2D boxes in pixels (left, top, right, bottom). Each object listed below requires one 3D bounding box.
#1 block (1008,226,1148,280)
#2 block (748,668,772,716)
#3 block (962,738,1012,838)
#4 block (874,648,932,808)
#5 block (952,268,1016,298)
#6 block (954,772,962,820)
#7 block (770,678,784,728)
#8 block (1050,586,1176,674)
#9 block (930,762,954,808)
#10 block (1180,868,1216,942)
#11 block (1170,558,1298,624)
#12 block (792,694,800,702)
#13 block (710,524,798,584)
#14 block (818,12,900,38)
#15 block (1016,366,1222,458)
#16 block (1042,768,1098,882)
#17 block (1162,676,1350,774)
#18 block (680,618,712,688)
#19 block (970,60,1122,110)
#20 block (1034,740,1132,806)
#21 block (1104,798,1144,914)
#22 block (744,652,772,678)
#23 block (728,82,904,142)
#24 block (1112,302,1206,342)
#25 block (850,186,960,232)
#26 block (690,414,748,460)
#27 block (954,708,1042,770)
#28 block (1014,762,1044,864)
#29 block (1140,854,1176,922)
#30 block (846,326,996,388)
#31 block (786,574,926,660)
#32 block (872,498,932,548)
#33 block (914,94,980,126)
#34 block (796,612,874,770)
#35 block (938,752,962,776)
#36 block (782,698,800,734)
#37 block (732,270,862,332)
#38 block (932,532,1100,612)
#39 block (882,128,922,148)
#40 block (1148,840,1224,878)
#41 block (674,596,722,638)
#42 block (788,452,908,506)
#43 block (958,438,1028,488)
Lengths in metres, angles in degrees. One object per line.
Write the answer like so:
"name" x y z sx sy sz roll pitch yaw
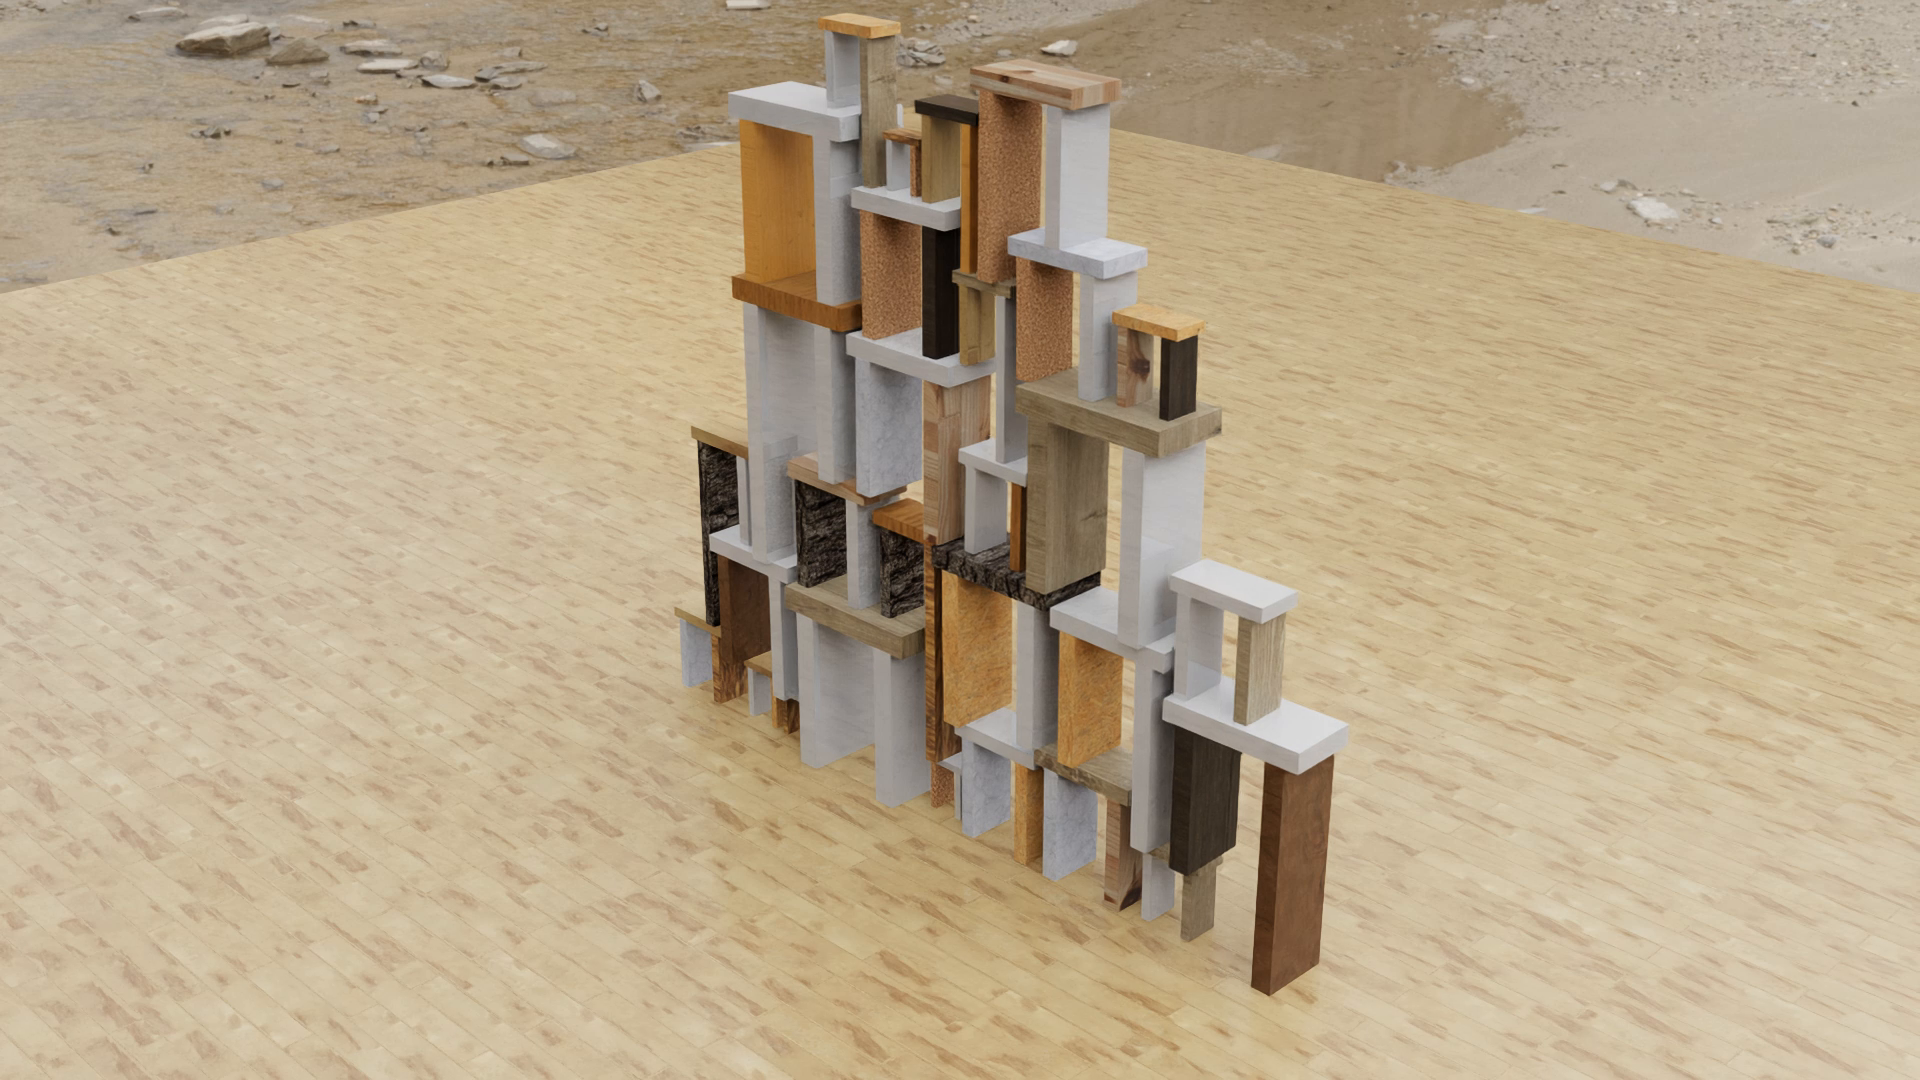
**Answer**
"block" 0.201 -0.498 3.789 0.112 0.032 0.223 -22 31 -40
"block" -0.438 0.325 4.845 0.016 0.116 0.058 21 31 41
"block" 0.053 0.474 4.368 0.030 0.215 0.108 21 31 41
"block" -0.094 0.355 4.478 0.049 0.347 0.174 21 31 41
"block" 0.065 -0.466 3.943 0.075 0.021 0.150 -20 30 -39
"block" 0.014 0.508 4.430 0.052 0.104 0.015 -21 31 -41
"block" -0.383 0.347 4.795 0.016 0.116 0.058 21 31 41
"block" 0.306 0.159 3.956 0.269 0.038 0.135 22 31 40
"block" -0.035 0.489 4.475 0.052 0.104 0.015 -21 31 -41
"block" 0.437 0.658 4.027 0.020 0.143 0.072 21 31 41
"block" 0.466 0.086 3.750 0.198 0.028 0.099 21 31 41
"block" -0.339 0.329 4.726 0.095 0.013 0.047 21 31 41
"block" -0.402 0.023 4.669 0.127 0.036 0.255 -21 31 -41
"block" -0.184 -0.940 4.020 0.072 0.020 0.144 -21 30 -40
"block" 0.273 -0.226 3.822 0.166 0.047 0.331 -21 31 -40
"block" 0.212 0.525 4.220 0.118 0.236 0.033 -21 31 -41
"block" 0.510 0.315 3.806 0.290 0.041 0.145 20 30 39
"block" -0.591 0.243 4.974 0.024 0.167 0.084 21 31 41
"block" 0.144 -0.775 3.737 0.121 0.034 0.242 -20 31 -39
"block" 0.265 0.423 4.115 0.118 0.033 0.236 -21 30 -40
"block" 0.324 0.569 4.118 0.033 0.236 0.118 21 31 41
"block" -0.411 0.275 4.794 0.116 0.016 0.058 21 30 41
"block" -0.277 -0.816 4.181 0.319 0.045 0.160 21 31 41
"block" 0.334 -0.367 3.699 0.072 0.020 0.143 -22 31 -40
"block" -0.071 -0.618 4.039 0.247 0.035 0.123 21 31 40
"block" -0.468 -0.217 4.646 0.099 0.028 0.198 -21 31 -40
"block" 0.103 0.380 4.274 0.108 0.030 0.215 -21 31 -40
"block" 0.155 0.514 4.275 0.030 0.215 0.108 21 31 41
"block" 0.370 0.631 4.090 0.020 0.143 0.072 21 31 41
"block" -0.070 -0.353 4.141 0.139 0.039 0.277 -21 31 -40
"block" -0.176 0.141 4.476 0.347 0.049 0.174 21 31 41
"block" -0.070 -0.032 4.292 0.096 0.027 0.192 -21 32 -40
"block" 0.003 -0.762 3.898 0.080 0.023 0.159 -20 30 -39
"block" -0.257 0.292 4.629 0.049 0.347 0.174 21 31 41
"block" -0.011 0.444 4.429 0.104 0.015 0.052 21 31 41
"block" -0.361 0.370 4.768 0.013 0.095 0.047 21 31 41
"block" -0.284 -0.482 4.327 0.320 0.045 0.160 21 31 41
"block" 0.103 0.049 4.135 0.149 0.042 0.299 -21 31 -40
"block" -0.091 -0.735 4.010 0.094 0.013 0.047 21 31 41
"block" 0.403 0.569 4.026 0.072 0.020 0.143 -21 31 -41
"block" -0.551 0.170 4.901 0.167 0.024 0.084 21 31 41
"block" -0.227 -0.129 4.414 0.116 0.033 0.231 -21 31 -40
"block" 0.090 -0.143 4.050 0.088 0.025 0.176 -21 31 -39
